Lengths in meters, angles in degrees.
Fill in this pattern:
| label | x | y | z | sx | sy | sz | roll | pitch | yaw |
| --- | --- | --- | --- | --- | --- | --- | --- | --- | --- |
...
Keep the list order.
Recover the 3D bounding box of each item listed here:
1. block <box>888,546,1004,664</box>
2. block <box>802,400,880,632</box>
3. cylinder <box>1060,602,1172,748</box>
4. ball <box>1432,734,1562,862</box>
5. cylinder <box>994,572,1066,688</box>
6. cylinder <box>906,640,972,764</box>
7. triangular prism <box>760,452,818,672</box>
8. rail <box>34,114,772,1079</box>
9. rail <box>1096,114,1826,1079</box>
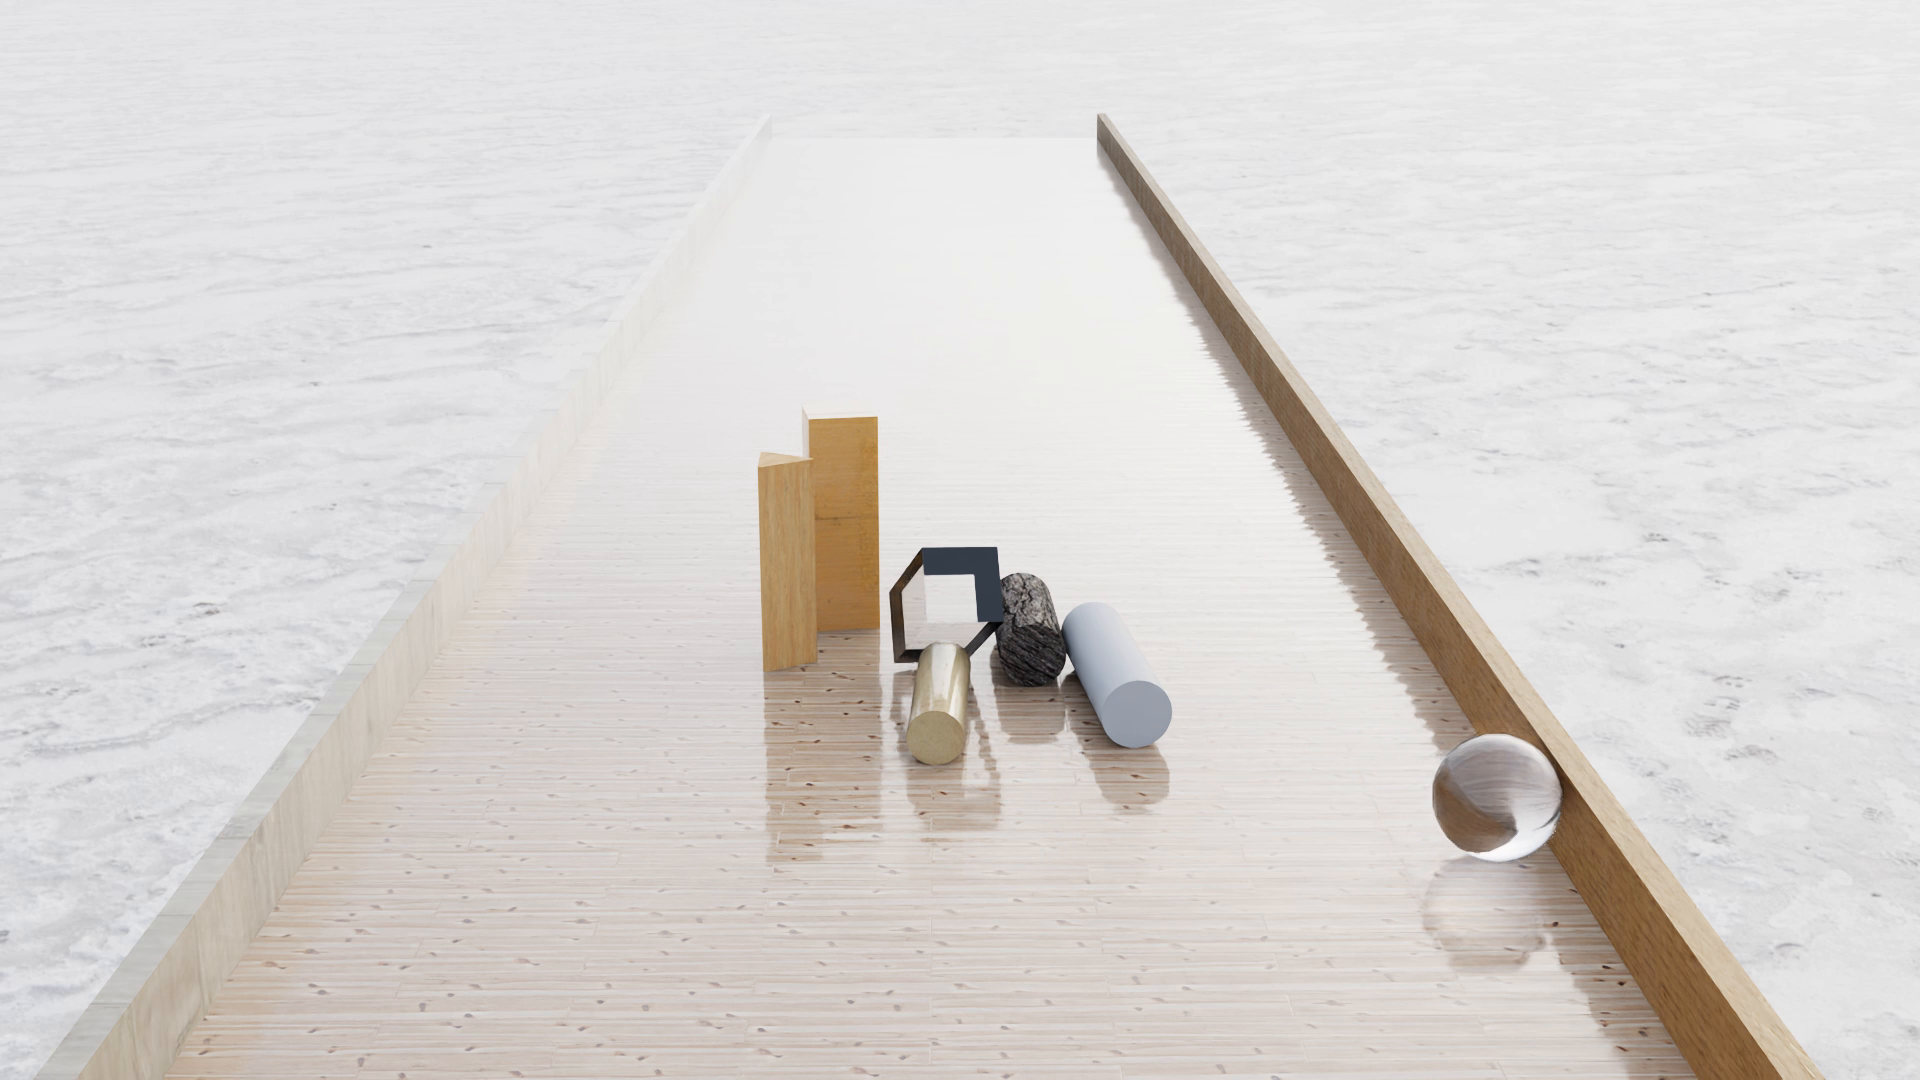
| label | x | y | z | sx | sy | sz | roll | pitch | yaw |
| --- | --- | --- | --- | --- | --- | --- | --- | --- | --- |
| block | -0.030 | 0.129 | 4.265 | 0.147 | 0.147 | 0.311 | -1 | -17 | -14 |
| block | -0.249 | -0.050 | 4.598 | 0.142 | 0.455 | 0.142 | -3 | 17 | -9 |
| cylinder | 0.291 | 0.248 | 4.165 | 0.129 | 0.129 | 0.455 | -2 | 17 | -6 |
| ball | 0.853 | 0.409 | 3.494 | 0.203 | 0.203 | 0.203 | 0 | 17 | 0 |
| cylinder | 0.134 | 0.176 | 4.407 | 0.129 | 0.129 | 0.333 | -1 | 17 | -3 |
| cylinder | -0.037 | 0.295 | 4.054 | 0.103 | 0.103 | 0.375 | 1 | 17 | 2 |
| triangular prism | -0.364 | 0.038 | 4.364 | 0.119 | 0.418 | 0.103 | -10 | 19 | -31 |
| rail | -1.118 | -0.838 | 7.780 | 0.050 | 0.150 | 12.000 | 0 | 17 | -1 |
| rail | 0.932 | -0.844 | 7.801 | 0.050 | 0.150 | 12.000 | 0 | 17 | -1 |
